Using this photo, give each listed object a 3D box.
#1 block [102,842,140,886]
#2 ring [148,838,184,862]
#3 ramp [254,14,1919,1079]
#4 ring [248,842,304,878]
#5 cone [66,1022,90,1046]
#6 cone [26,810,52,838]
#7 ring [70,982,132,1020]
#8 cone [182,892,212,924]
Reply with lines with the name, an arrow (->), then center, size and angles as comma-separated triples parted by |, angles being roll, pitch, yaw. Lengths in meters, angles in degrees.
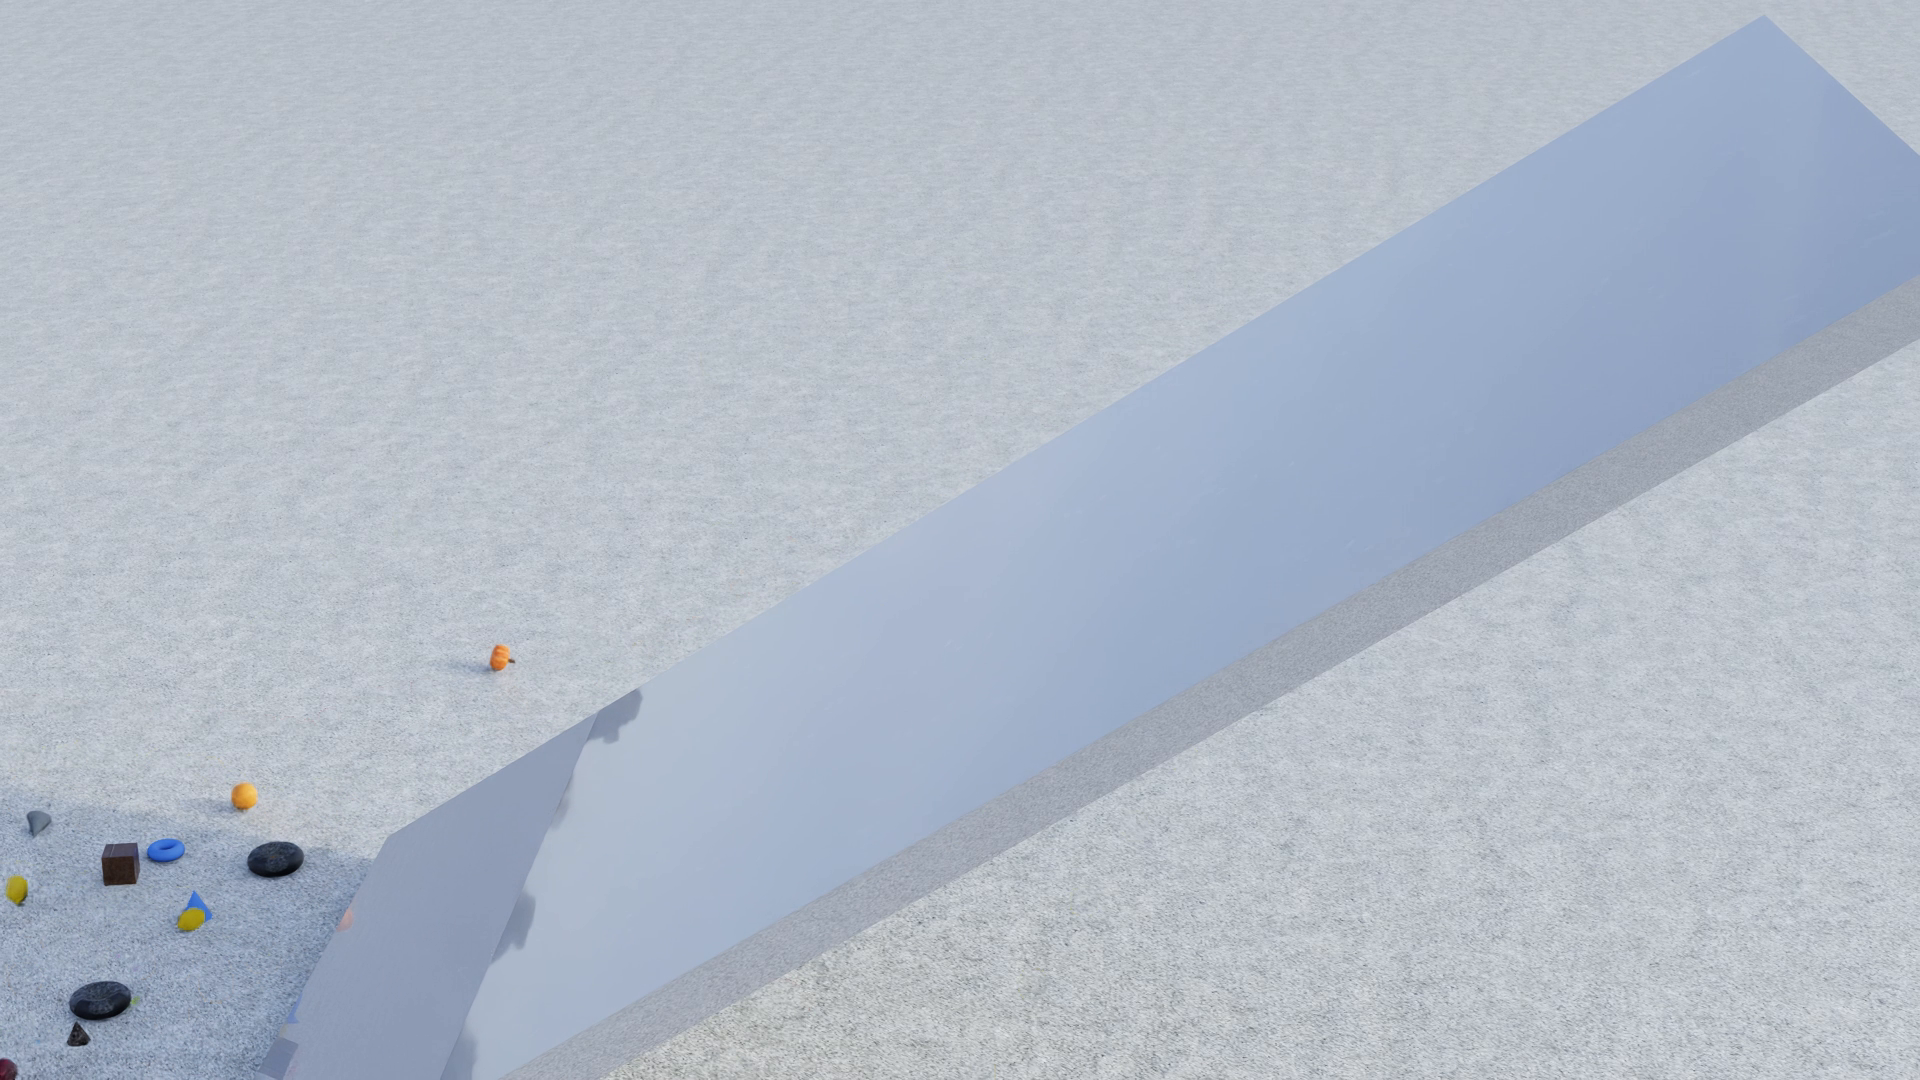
block -> -2.180, 0.842, 7.642 | 0.080, 0.080, 0.080 | -2, 20, -7
ring -> -2.098, 0.820, 7.772 | 0.097, 0.032, 0.097 | 0, 21, 0
ramp -> 0.140, 0.170, 6.295 | 4.000, 0.100, 2.000 | -31, 15, 14
ring -> -1.792, 0.836, 7.704 | 0.147, 0.049, 0.147 | 0, 22, 0
cone -> -2.058, 1.144, 6.859 | 0.053, 0.053, 0.053 | 0, 20, 0
cone -> -2.481, 0.774, 7.899 | 0.067, 0.067, 0.067 | 1, 47, 2
ring -> -2.046, 1.096, 7.001 | 0.143, 0.048, 0.143 | -1, 19, 0
cone -> -1.933, 0.919, 7.437 | 0.077, 0.077, 0.077 | 0, 20, 0
